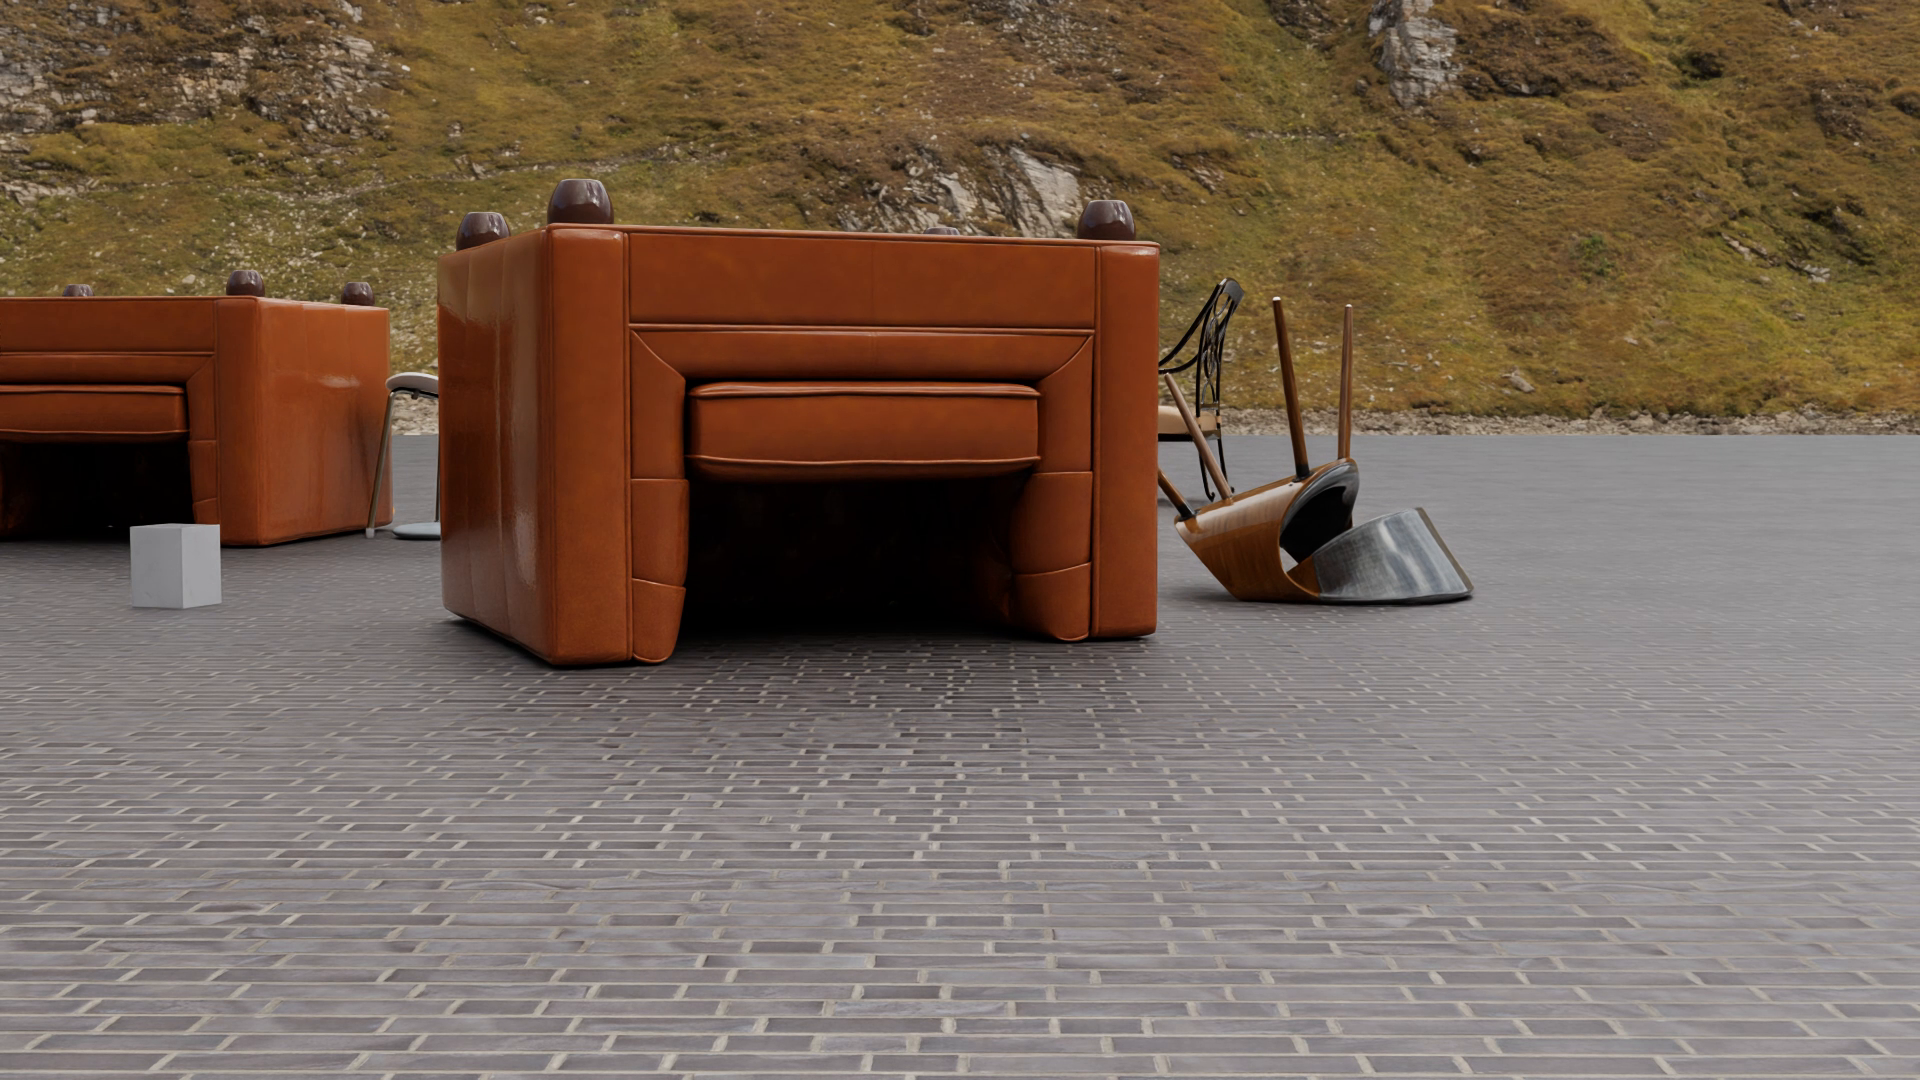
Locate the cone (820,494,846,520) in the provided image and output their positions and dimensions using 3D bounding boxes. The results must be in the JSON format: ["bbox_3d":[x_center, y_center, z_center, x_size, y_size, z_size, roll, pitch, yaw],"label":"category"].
[{"bbox_3d":[-0.454,-0.094,7.601,0.092,0.093,0.110,-30,-34,31],"label":"cone"}]

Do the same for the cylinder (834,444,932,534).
[{"bbox_3d":[-0.243,-0.166,6.986,0.256,0.276,0.278,-28,-1,11],"label":"cylinder"}]

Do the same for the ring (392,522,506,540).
[{"bbox_3d":[-1.547,-0.028,6.670,0.341,0.040,0.289,-2,5,-28],"label":"ring"}]

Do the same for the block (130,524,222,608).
[{"bbox_3d":[-1.630,0.053,4.571,0.129,0.165,0.120,1,4,19],"label":"block"}]
